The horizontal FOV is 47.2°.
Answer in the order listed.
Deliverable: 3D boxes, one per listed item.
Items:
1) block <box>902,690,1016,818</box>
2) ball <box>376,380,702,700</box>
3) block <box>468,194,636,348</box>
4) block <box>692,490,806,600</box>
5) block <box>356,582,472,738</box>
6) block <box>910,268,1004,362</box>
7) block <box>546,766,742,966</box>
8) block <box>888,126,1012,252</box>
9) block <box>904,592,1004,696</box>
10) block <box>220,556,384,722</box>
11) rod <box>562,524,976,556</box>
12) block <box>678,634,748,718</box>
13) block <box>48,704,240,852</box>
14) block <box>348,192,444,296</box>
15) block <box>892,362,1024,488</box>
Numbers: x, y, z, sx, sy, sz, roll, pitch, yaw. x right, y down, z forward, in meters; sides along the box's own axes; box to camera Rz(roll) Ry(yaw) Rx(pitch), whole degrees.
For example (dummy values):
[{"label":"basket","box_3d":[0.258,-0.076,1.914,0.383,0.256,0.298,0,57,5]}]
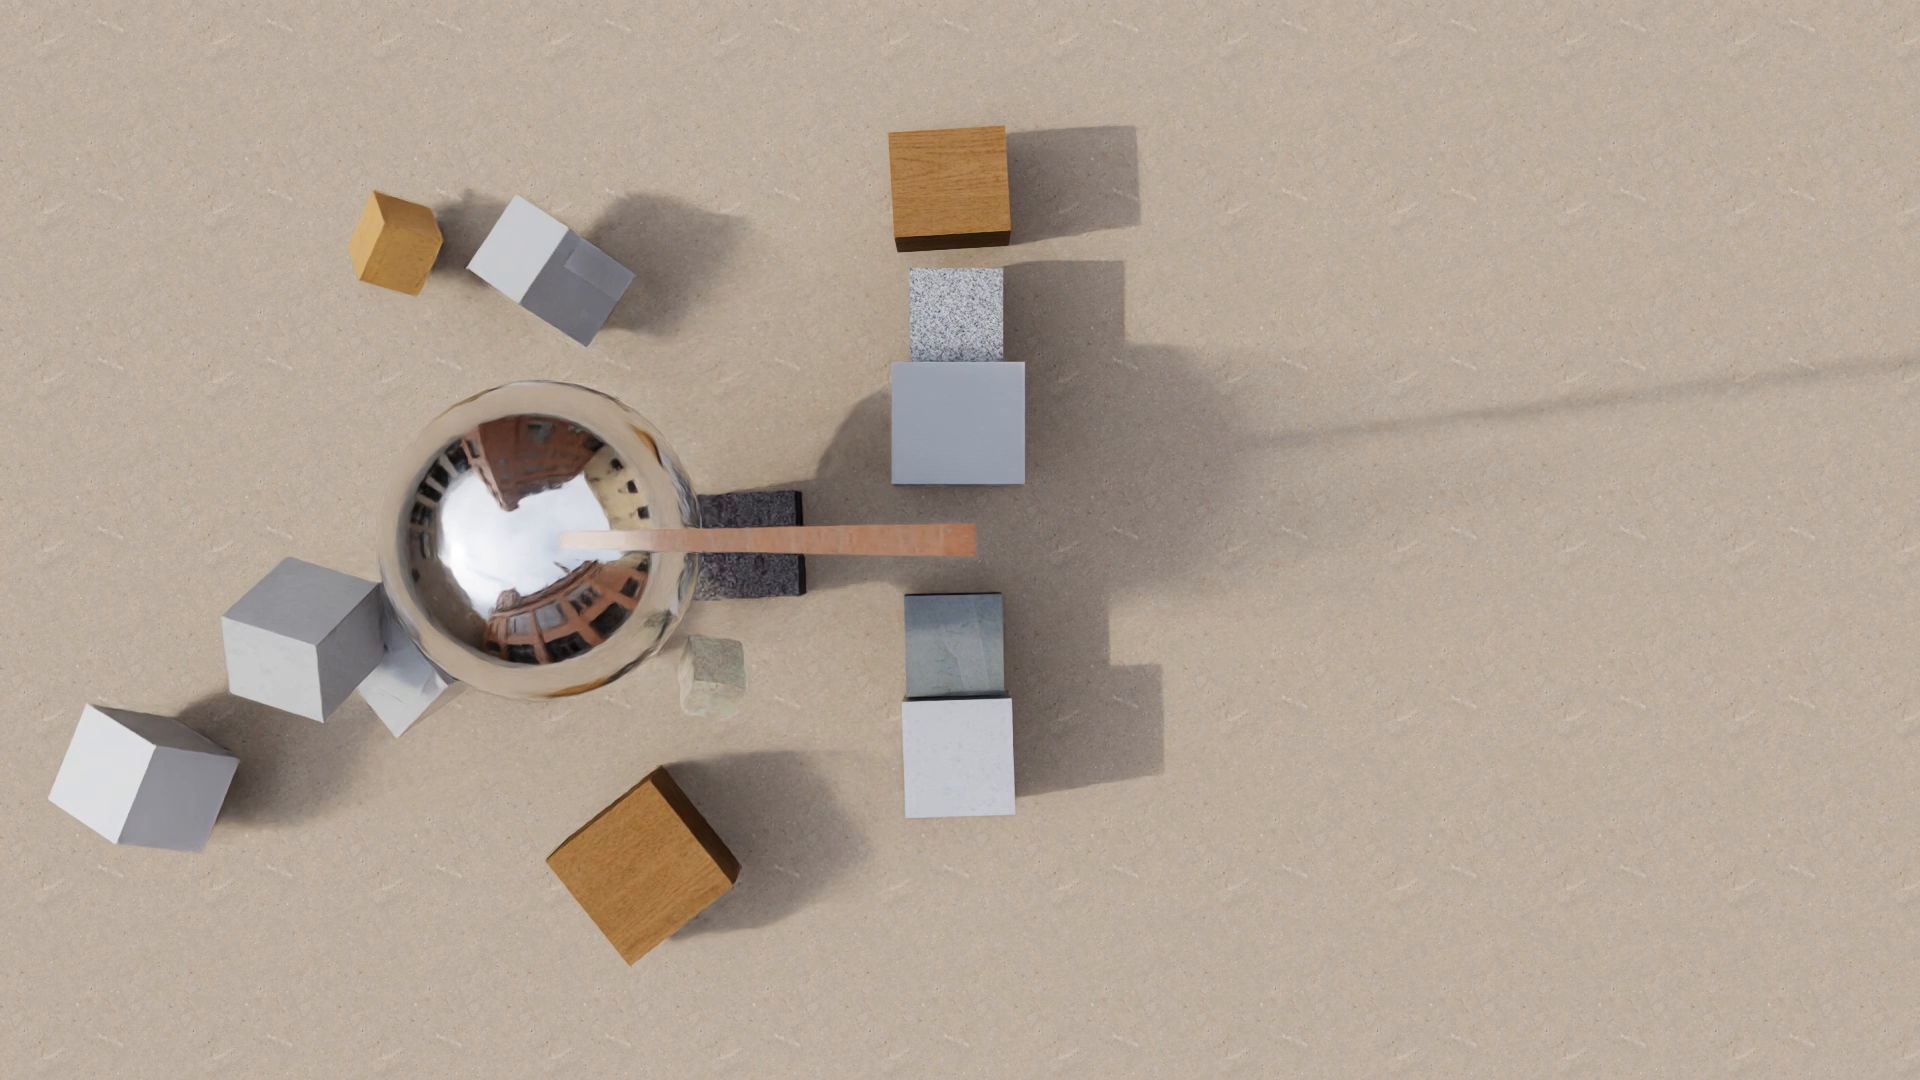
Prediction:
[{"label":"block","box_3d":[-0.008,1.217,12.629,0.613,0.742,0.647,-2,90,0]},{"label":"ball","box_3d":[-2.085,0.000,10.962,1.600,1.600,1.600,0,90,0]},{"label":"block","box_3d":[-2.339,-1.539,12.595,0.575,0.576,0.505,34,90,40]},{"label":"block","box_3d":[-1.227,0.031,12.711,0.614,0.579,0.597,-3,90,0]},{"label":"block","box_3d":[-3.006,0.538,12.477,0.677,0.762,0.716,51,46,0]},{"label":"block","box_3d":[-0.019,-1.266,12.698,0.525,0.603,0.534,0,90,0]},{"label":"block","box_3d":[-1.809,1.864,12.674,0.742,0.619,0.763,-38,92,0]},{"label":"block","box_3d":[-0.058,-2.014,12.677,0.658,0.647,0.591,-3,90,0]},{"label":"block","box_3d":[-0.033,0.598,12.737,0.557,0.525,0.571,-1,90,0]},{"label":"block","box_3d":[-3.518,0.527,11.806,0.568,0.606,0.517,16,126,13]},{"label":"rod","box_3d":[-0.903,0.000,7.773,0.080,5.200,0.080,0,90,-20]},{"label":"block","box_3d":[-1.238,0.681,10.976,0.269,0.307,0.245,8,133,-20]},{"label":"block","box_3d":[-4.658,1.364,12.568,0.653,0.613,0.585,22,90,32]},{"label":"block","box_3d":[-3.248,-1.703,12.657,0.354,0.388,0.388,14,118,-34]},{"label":"block","box_3d":[-0.010,-0.651,12.609,0.741,0.783,0.677,0,90,0]}]
